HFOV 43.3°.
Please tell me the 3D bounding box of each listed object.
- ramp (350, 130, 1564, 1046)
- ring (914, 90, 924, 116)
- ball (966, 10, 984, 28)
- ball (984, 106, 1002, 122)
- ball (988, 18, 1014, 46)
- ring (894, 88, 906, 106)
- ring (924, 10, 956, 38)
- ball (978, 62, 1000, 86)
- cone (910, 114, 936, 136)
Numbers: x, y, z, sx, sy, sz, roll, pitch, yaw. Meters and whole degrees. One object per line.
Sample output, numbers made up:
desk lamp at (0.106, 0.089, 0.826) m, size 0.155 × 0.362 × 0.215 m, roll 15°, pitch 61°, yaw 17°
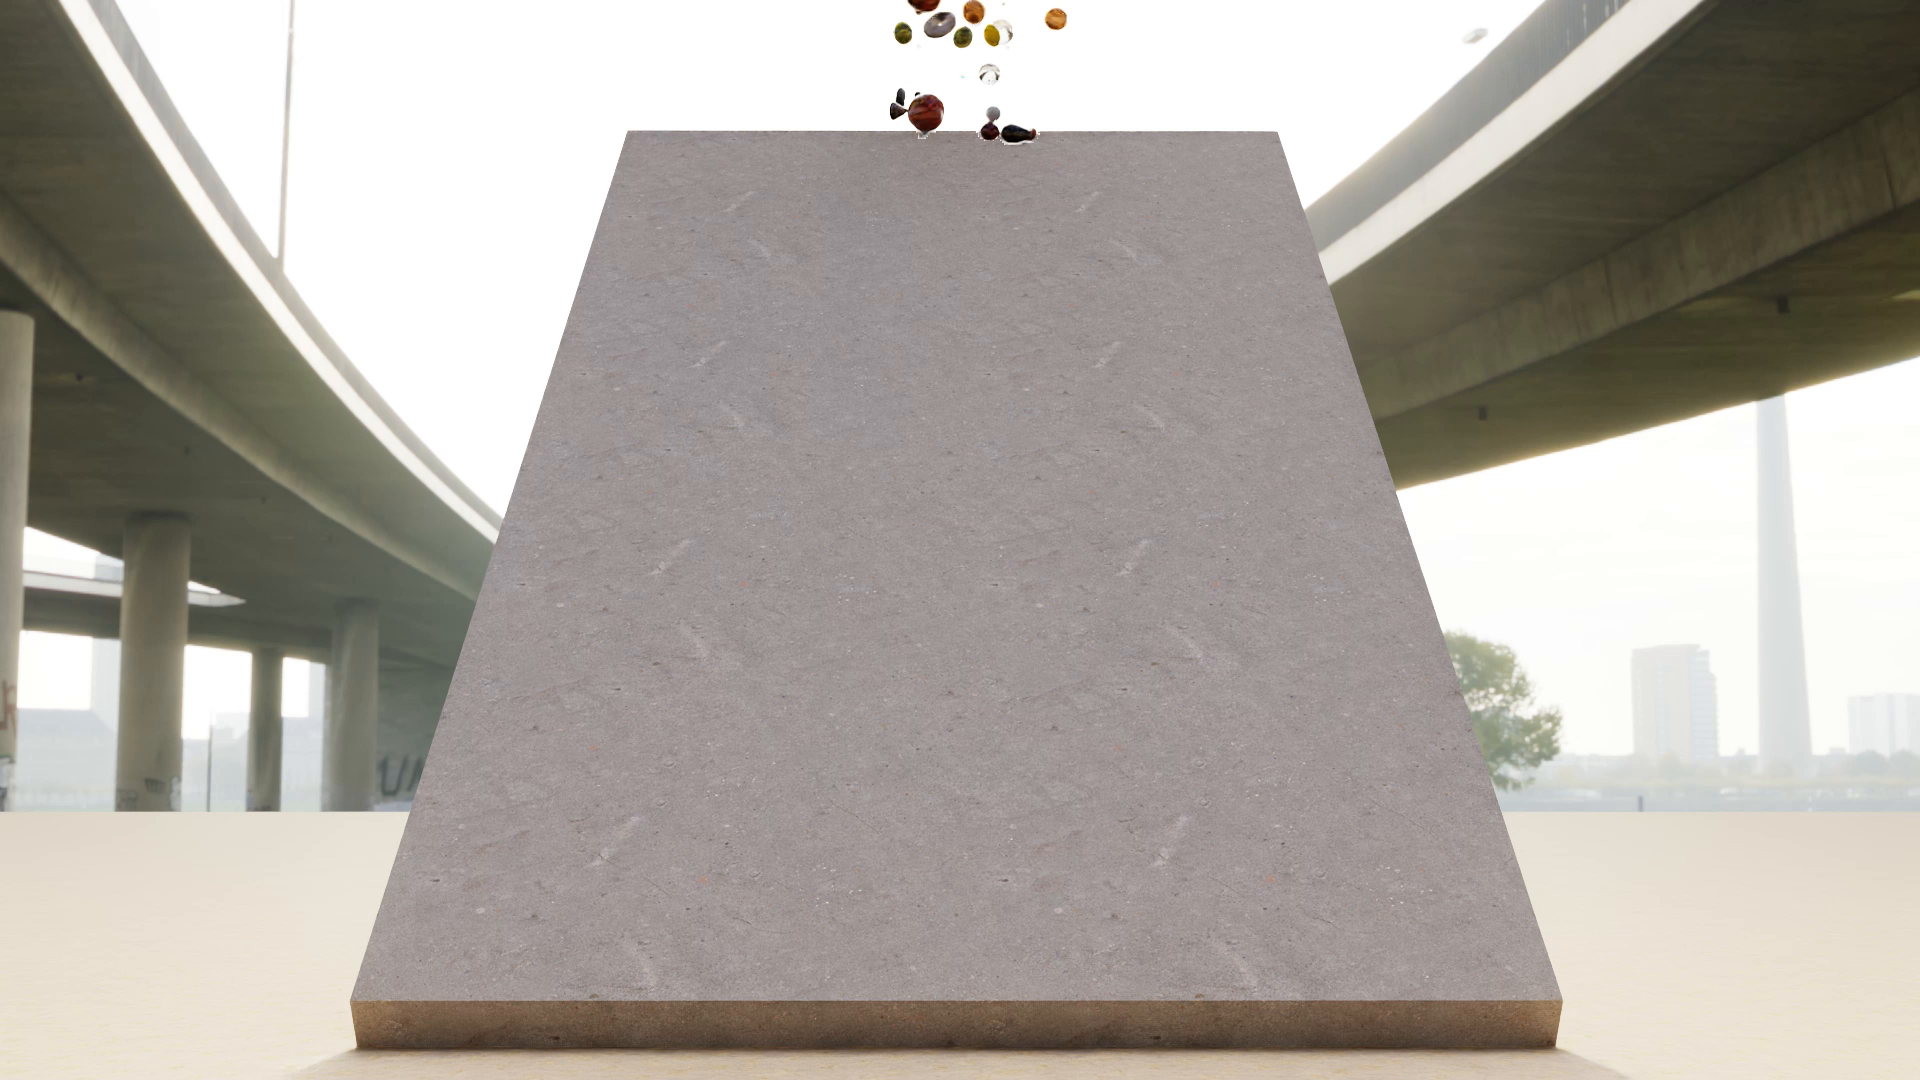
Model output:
ramp at (-0.013, -0.207, 5.740) m, size 2.000 × 0.100 × 4.000 m, roll 0°, pitch 30°, yaw 0°
ring at (-0.126, -1.333, 7.390) m, size 0.026 × 0.078 × 0.078 m, roll -2°, pitch -6°, yaw -5°
ball at (0.044, -1.592, 7.389) m, size 0.053 × 0.053 × 0.053 m, roll 0°, pitch -6°, yaw 0°
ball at (0.101, -1.300, 7.379) m, size 0.051 × 0.051 × 0.051 m, roll 0°, pitch -6°, yaw 0°
ball at (0.124, -1.538, 7.323) m, size 0.081 × 0.081 × 0.081 m, roll 0°, pitch -6°, yaw 0°
ring at (-0.183, -1.344, 7.393) m, size 0.026 × 0.077 × 0.077 m, roll 7°, pitch -6°, yaw 4°
ring at (-0.062, -1.576, 7.404) m, size 0.112 × 0.112 × 0.037 m, roll -3°, pitch -41°, yaw 27°
ball at (0.086, -1.357, 7.046) m, size 0.066 × 0.066 × 0.066 m, roll 0°, pitch -6°, yaw 0°
cone at (-0.120, -1.245, 7.190) m, size 0.067 × 0.067 × 0.067 m, roll 33°, pitch -22°, yaw -26°
